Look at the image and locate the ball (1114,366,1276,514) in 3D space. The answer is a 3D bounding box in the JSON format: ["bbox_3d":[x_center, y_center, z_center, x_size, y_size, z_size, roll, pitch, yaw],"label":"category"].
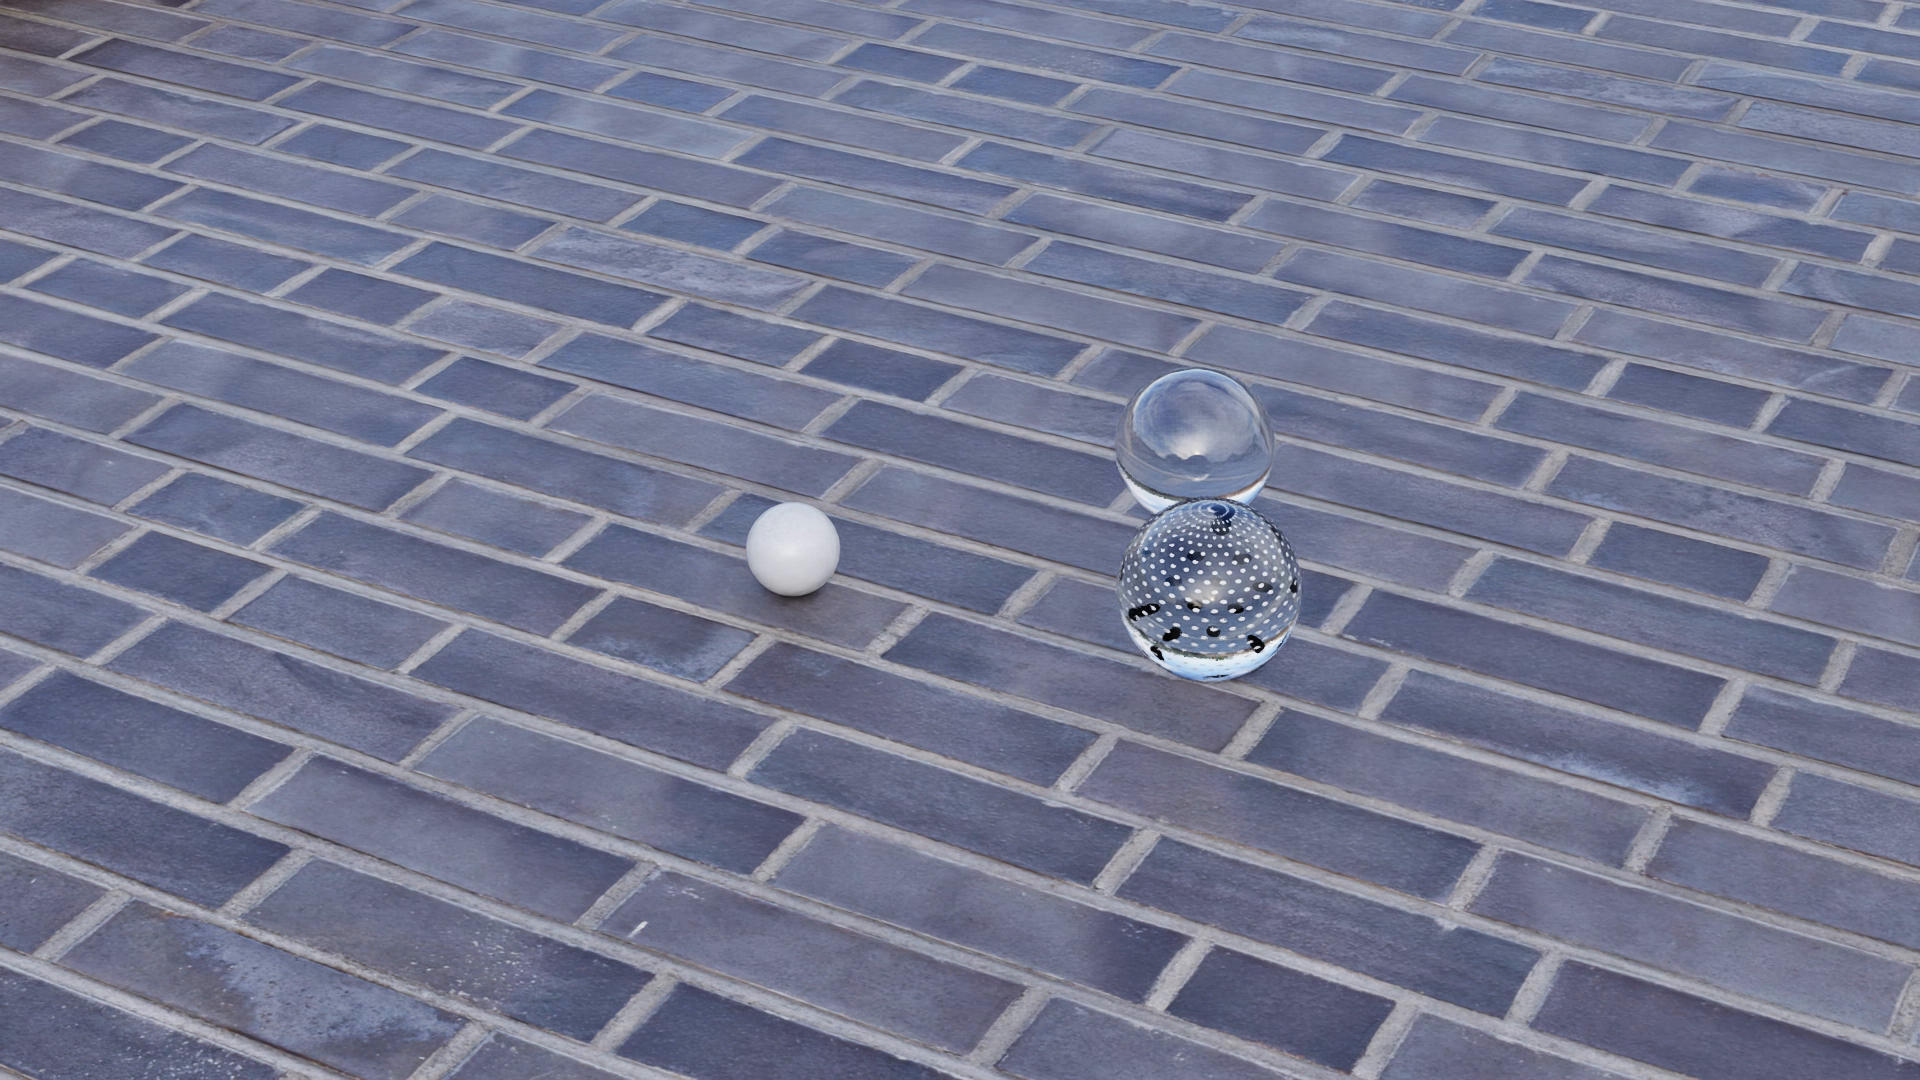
[{"bbox_3d":[0.132,-0.053,1.654,0.090,0.090,0.090,0,30,0],"label":"ball"}]

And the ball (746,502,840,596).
[{"bbox_3d":[-0.090,0.005,1.593,0.051,0.051,0.051,0,30,0],"label":"ball"}]

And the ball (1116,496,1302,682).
[{"bbox_3d":[0.128,0.025,1.514,0.095,0.095,0.095,0,30,0],"label":"ball"}]
